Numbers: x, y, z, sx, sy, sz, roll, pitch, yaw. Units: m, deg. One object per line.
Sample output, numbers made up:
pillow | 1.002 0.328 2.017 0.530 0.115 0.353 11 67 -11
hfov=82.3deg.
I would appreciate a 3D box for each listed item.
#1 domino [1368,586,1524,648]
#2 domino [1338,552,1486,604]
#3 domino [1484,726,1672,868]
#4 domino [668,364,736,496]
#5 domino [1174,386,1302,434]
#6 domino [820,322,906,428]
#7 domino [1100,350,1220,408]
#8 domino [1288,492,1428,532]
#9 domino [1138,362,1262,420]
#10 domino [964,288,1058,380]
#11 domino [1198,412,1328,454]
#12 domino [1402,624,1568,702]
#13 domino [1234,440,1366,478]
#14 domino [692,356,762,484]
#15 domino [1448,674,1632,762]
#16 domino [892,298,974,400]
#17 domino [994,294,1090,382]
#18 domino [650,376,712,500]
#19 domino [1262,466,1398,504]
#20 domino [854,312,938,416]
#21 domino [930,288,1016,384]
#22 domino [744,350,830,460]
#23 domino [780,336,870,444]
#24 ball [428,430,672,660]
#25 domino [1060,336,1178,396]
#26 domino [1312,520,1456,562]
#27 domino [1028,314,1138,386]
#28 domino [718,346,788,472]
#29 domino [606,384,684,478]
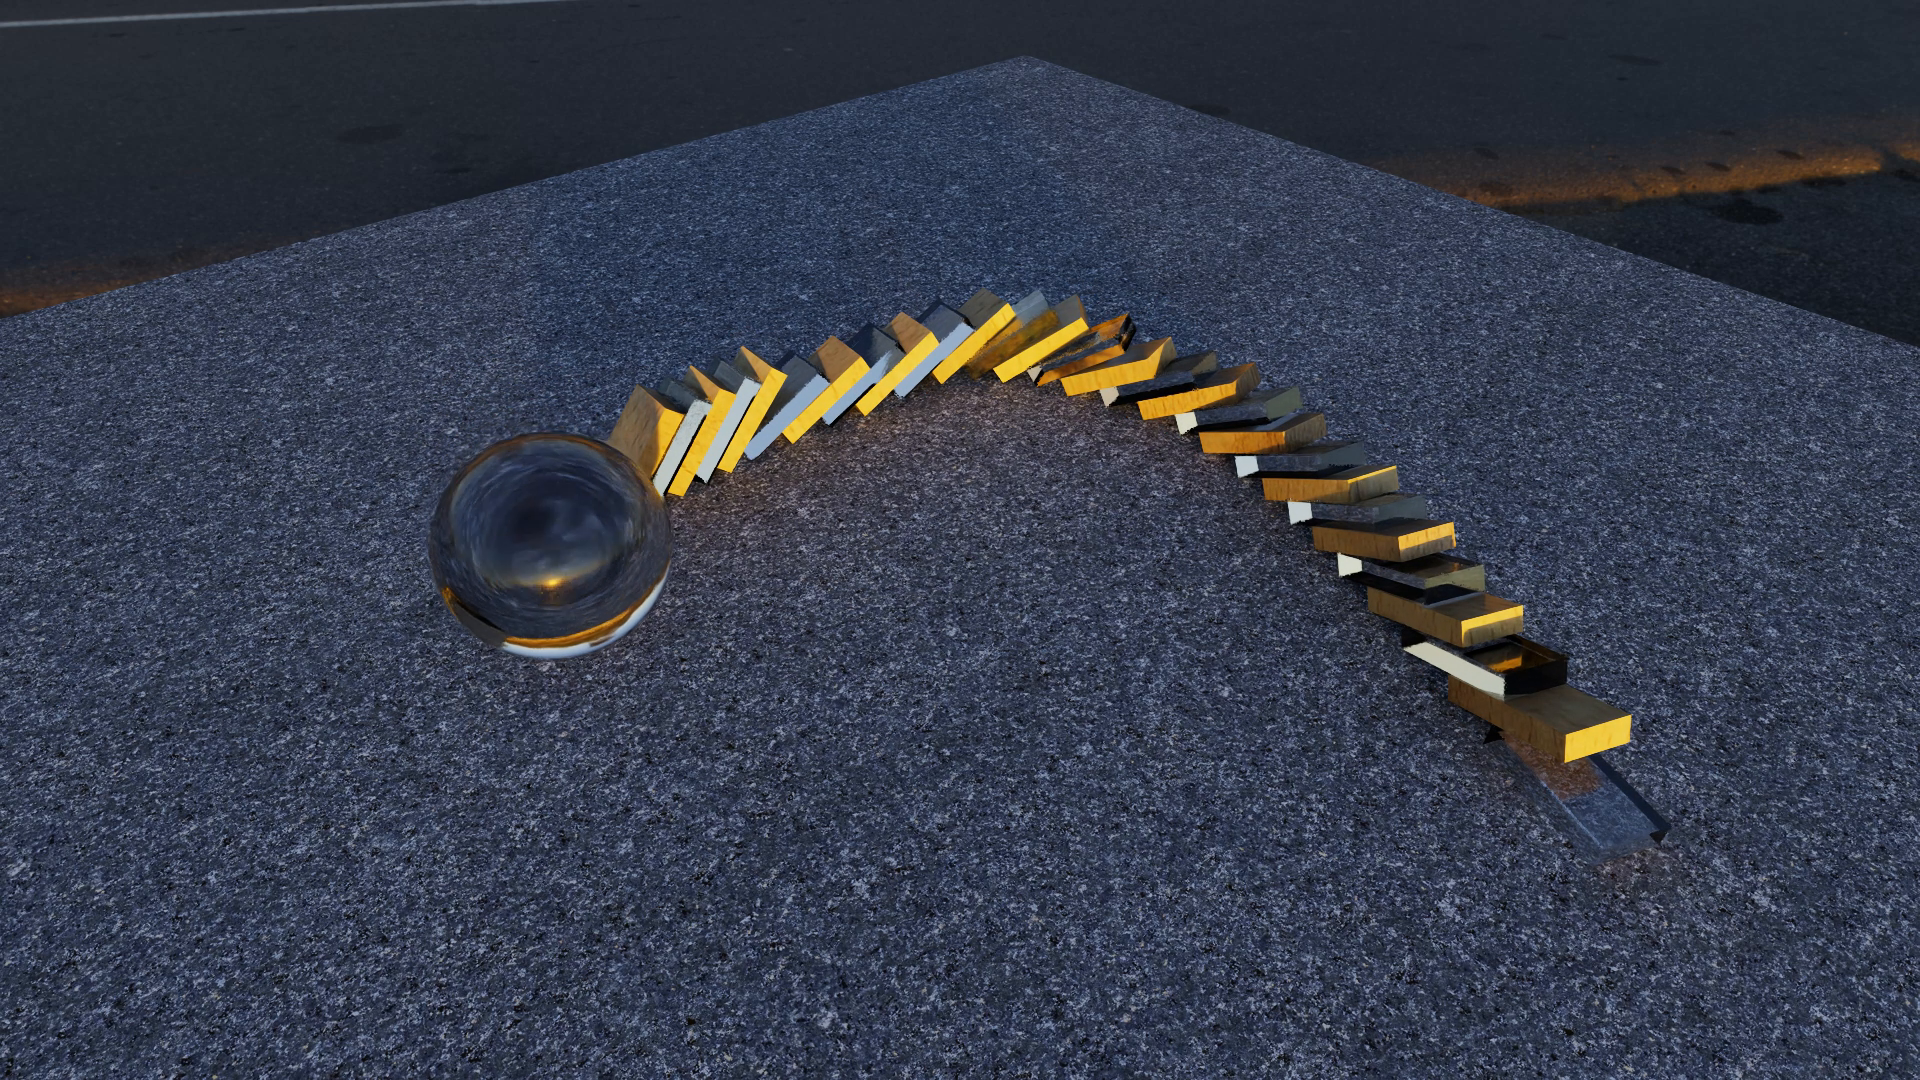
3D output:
domino | 0.174 0.025 0.397 0.025 0.009 0.050 -12 14 -14
domino | 0.168 0.011 0.412 0.025 0.010 0.050 -12 13 -15
domino | 0.194 0.077 0.349 0.025 0.009 0.050 -12 41 -14
domino | -0.118 -0.047 0.473 0.025 0.050 0.009 38 12 37
domino | 0.125 -0.058 0.494 0.025 0.010 0.050 -26 15 -34
domino | -0.052 -0.079 0.520 0.050 0.009 0.025 -45 51 -6
domino | 0.093 -0.075 0.516 0.050 0.010 0.025 -6 25 43
domino | 0.157 -0.012 0.438 0.025 0.009 0.050 -14 9 -19
domino | 0.110 -0.068 0.507 0.050 0.009 0.025 -6 24 43
domino | 0.023 -0.103 0.547 0.050 0.009 0.025 -33 34 13
domino | 0.132 -0.047 0.482 0.025 0.009 0.050 -24 16 -27
domino | 0.180 0.039 0.381 0.025 0.009 0.050 -12 18 -14
domino | 0.143 -0.034 0.465 0.025 0.010 0.050 -17 11 -23
domino | -0.108 -0.052 0.480 0.025 0.050 0.009 38 12 37
domino | 0.188 0.055 0.360 0.025 0.010 0.050 -12 18 -15
domino | -0.019 -0.094 0.539 0.050 0.009 0.025 -45 49 -6
domino | 0.039 -0.100 0.545 0.050 0.009 0.025 -28 35 20
domino | -0.126 -0.042 0.467 0.025 0.050 0.009 36 11 37
domino | 0.151 -0.023 0.451 0.025 0.009 0.050 -16 10 -23
domino | -0.037 -0.085 0.529 0.050 0.009 0.025 -45 51 -6
domino | 0.001 -0.102 0.548 0.050 0.010 0.025 -42 42 -2
domino | -0.086 -0.062 0.501 0.050 0.009 0.025 -47 53 -8
domino | -0.068 -0.070 0.511 0.050 0.009 0.025 -45 51 -5
ball | -0.142 0.002 0.386 0.080 0.080 0.080 0 39 0
domino | 0.076 -0.083 0.526 0.050 0.010 0.025 -6 28 43
domino | 0.163 -0.001 0.425 0.025 0.010 0.050 -14 9 -17
domino | 0.059 -0.093 0.536 0.050 0.009 0.025 -16 28 34
domino | -0.099 -0.058 0.488 0.025 0.050 0.010 38 10 37
domino | -0.137 -0.037 0.461 0.025 0.050 0.010 38 12 37
